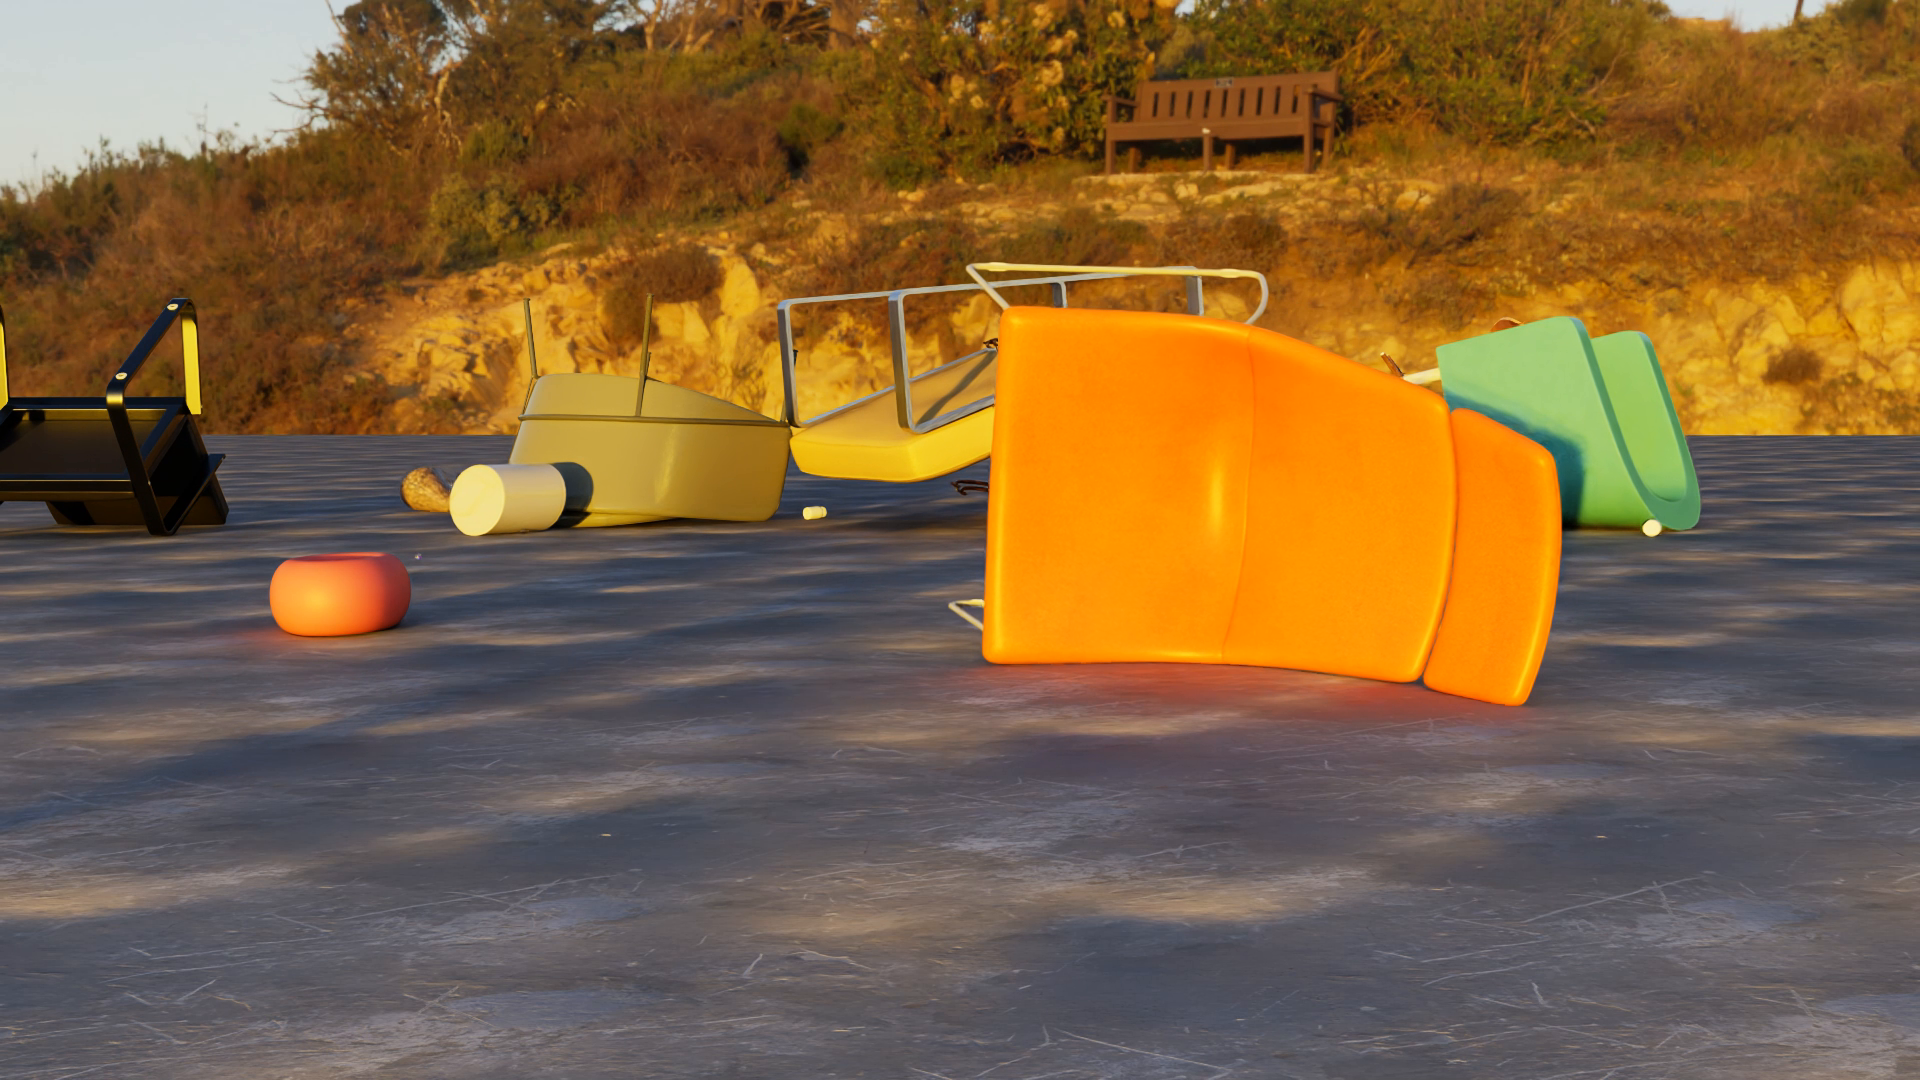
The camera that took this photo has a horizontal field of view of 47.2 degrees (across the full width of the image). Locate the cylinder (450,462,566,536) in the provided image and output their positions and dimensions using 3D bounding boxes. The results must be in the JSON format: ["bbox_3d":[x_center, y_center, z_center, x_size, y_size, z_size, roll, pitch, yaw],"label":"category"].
[{"bbox_3d":[-1.402,-0.128,6.822,0.255,0.211,0.253,-26,-12,34],"label":"cylinder"}]

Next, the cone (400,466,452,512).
[{"bbox_3d":[-1.874,-0.141,7.999,0.223,0.172,0.242,29,3,31],"label":"cone"}]

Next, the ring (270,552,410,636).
[{"bbox_3d":[-1.160,0.099,4.122,0.250,0.136,0.421,-2,3,-7],"label":"ring"}]

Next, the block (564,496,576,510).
[{"bbox_3d":[-1.464,-0.139,8.249,0.035,0.044,0.037,1,4,13],"label":"block"}]

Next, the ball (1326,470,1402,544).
[{"bbox_3d":[1.174,-0.096,6.390,0.213,0.213,0.213,0,4,0],"label":"ball"}]
